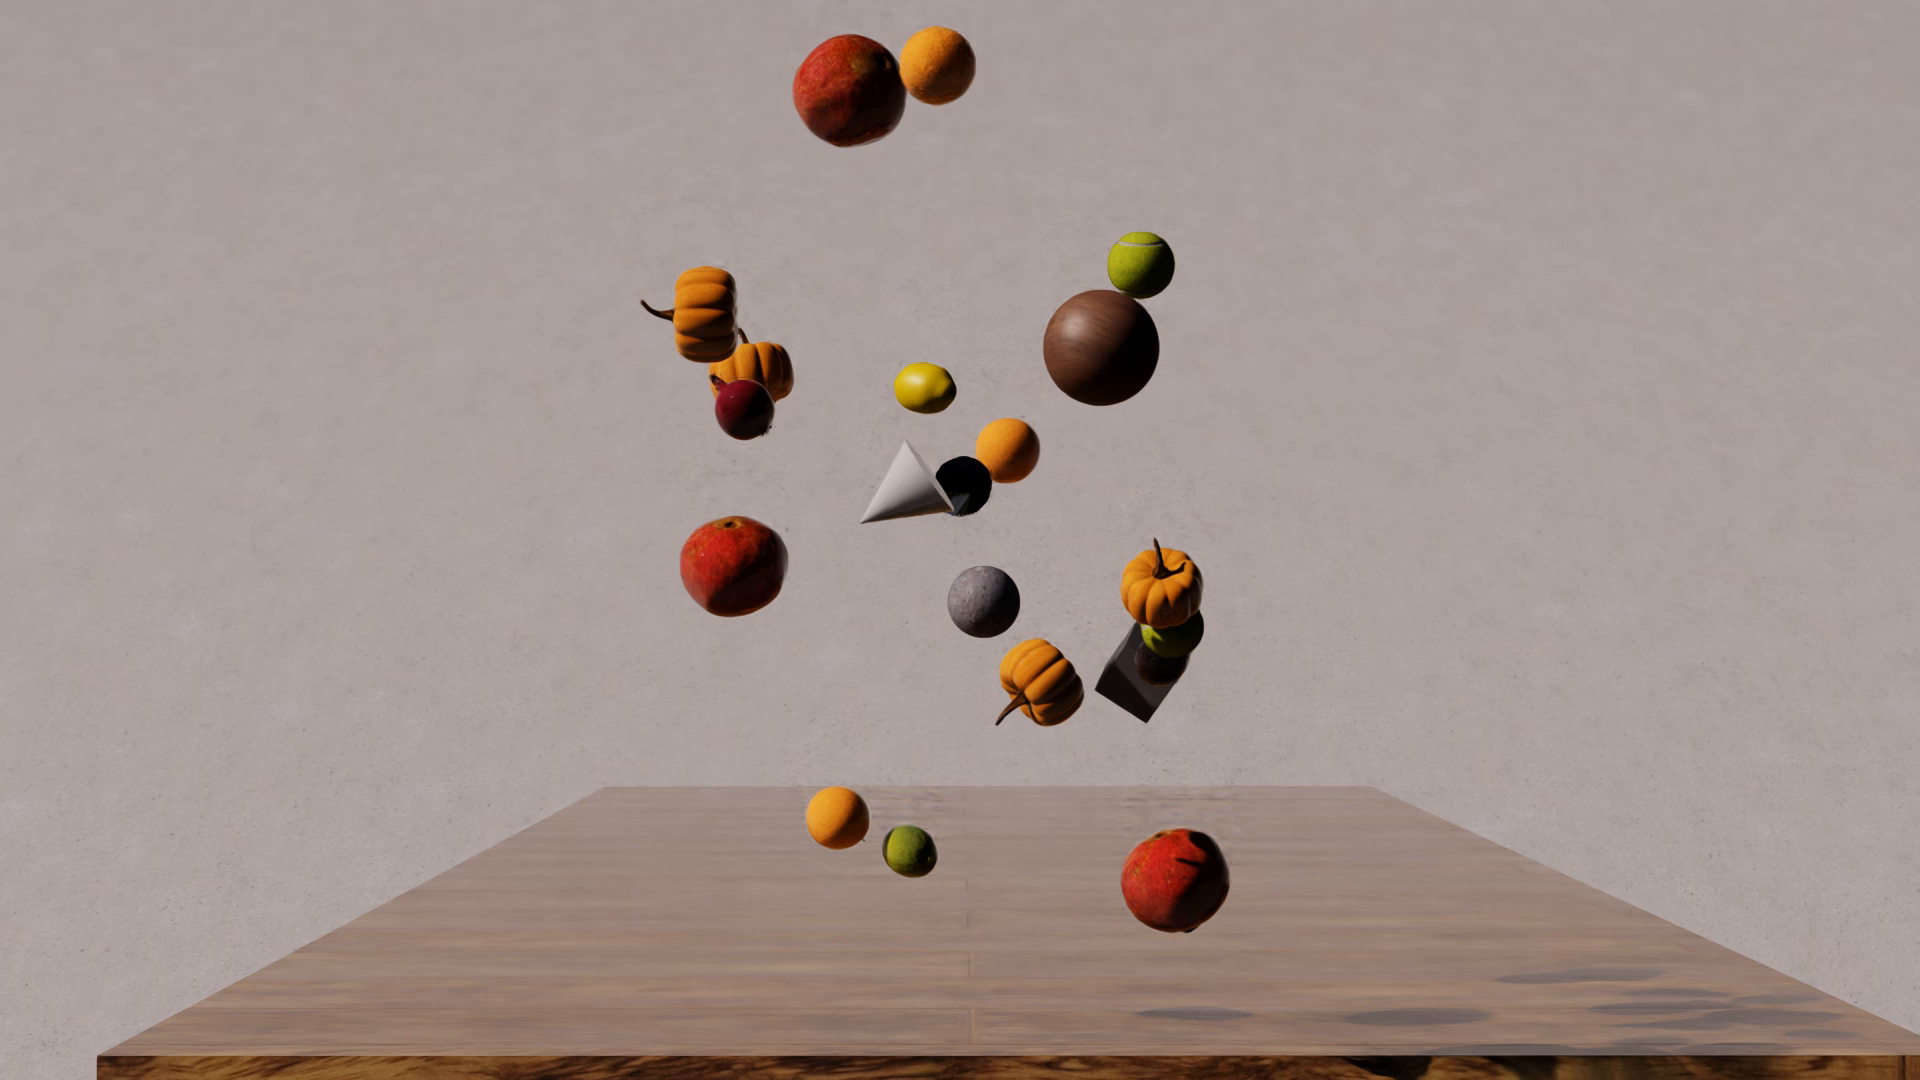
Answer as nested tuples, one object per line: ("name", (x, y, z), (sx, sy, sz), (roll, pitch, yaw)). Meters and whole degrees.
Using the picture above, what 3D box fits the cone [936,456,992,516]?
("cone", (0.011, -0.053, 2.857), (0.067, 0.067, 0.067), (12, -7, 17))

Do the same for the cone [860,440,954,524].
("cone", (-0.068, -0.042, 2.687), (0.090, 0.090, 0.090), (-34, 37, 4))

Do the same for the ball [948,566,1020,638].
("ball", (0.029, 0.075, 3.136), (0.088, 0.088, 0.088), (0, 34, 0))

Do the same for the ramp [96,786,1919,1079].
("ramp", (0.074, 0.648, 4.778), (2.000, 0.100, 4.000), (0, -1, 0))

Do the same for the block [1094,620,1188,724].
("block", (0.225, 0.162, 3.204), (0.076, 0.076, 0.076), (33, 26, 0))
